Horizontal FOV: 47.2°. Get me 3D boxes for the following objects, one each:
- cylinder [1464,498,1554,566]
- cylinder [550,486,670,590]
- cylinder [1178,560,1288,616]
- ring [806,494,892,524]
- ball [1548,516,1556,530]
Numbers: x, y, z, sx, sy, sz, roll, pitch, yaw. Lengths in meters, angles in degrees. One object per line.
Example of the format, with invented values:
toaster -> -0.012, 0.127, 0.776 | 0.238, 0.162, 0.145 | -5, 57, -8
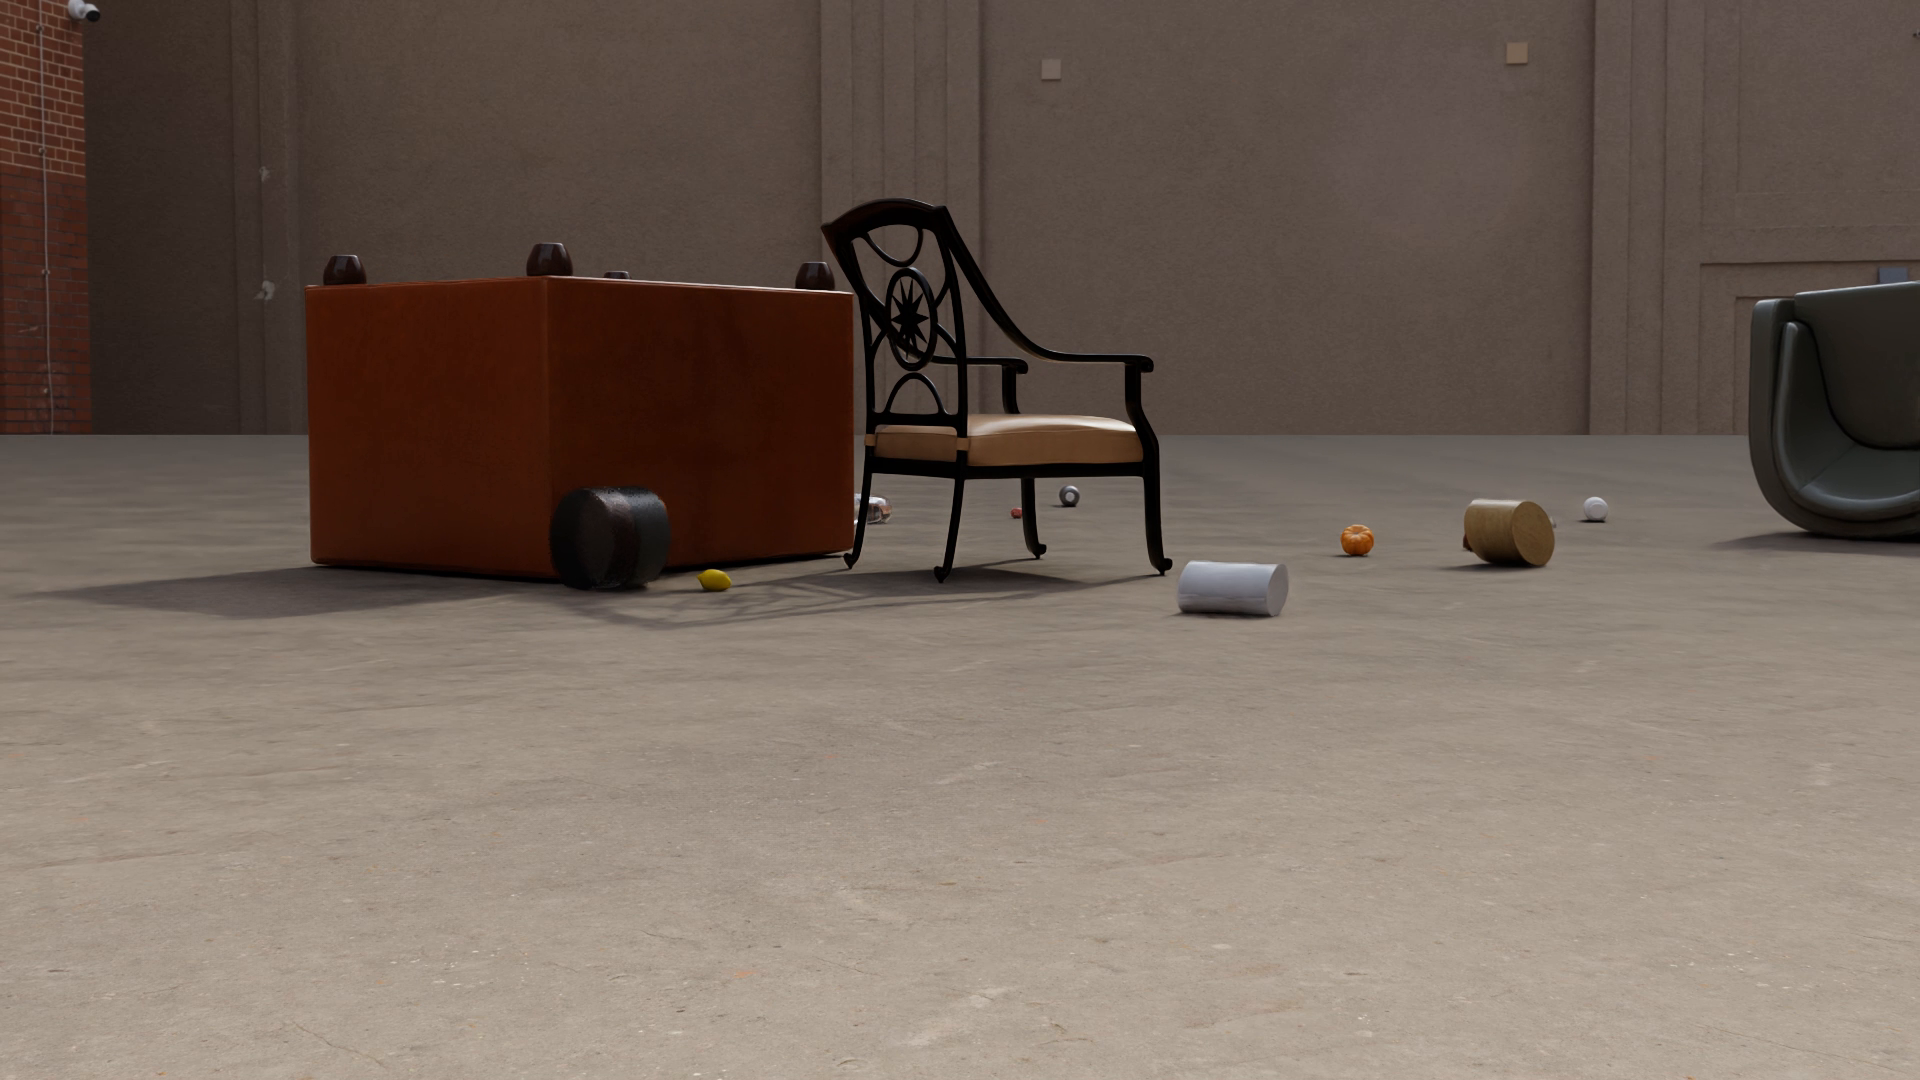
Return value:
cylinder -> 1.402, -0.020, 5.613 | 0.144, 0.143, 0.205 | 5, -30, 49
cylinder -> -0.790, -0.005, 4.961 | 0.160, 0.220, 0.235 | -4, -36, -48
cylinder -> 0.547, 0.096, 4.401 | 0.192, 0.091, 0.123 | 2, 38, 30
ring -> -0.372, -0.104, 7.378 | 0.297, 0.096, 0.253 | 2, 5, 18
ball -> 1.838, -0.048, 6.876 | 0.050, 0.050, 0.050 | 0, 4, 0
